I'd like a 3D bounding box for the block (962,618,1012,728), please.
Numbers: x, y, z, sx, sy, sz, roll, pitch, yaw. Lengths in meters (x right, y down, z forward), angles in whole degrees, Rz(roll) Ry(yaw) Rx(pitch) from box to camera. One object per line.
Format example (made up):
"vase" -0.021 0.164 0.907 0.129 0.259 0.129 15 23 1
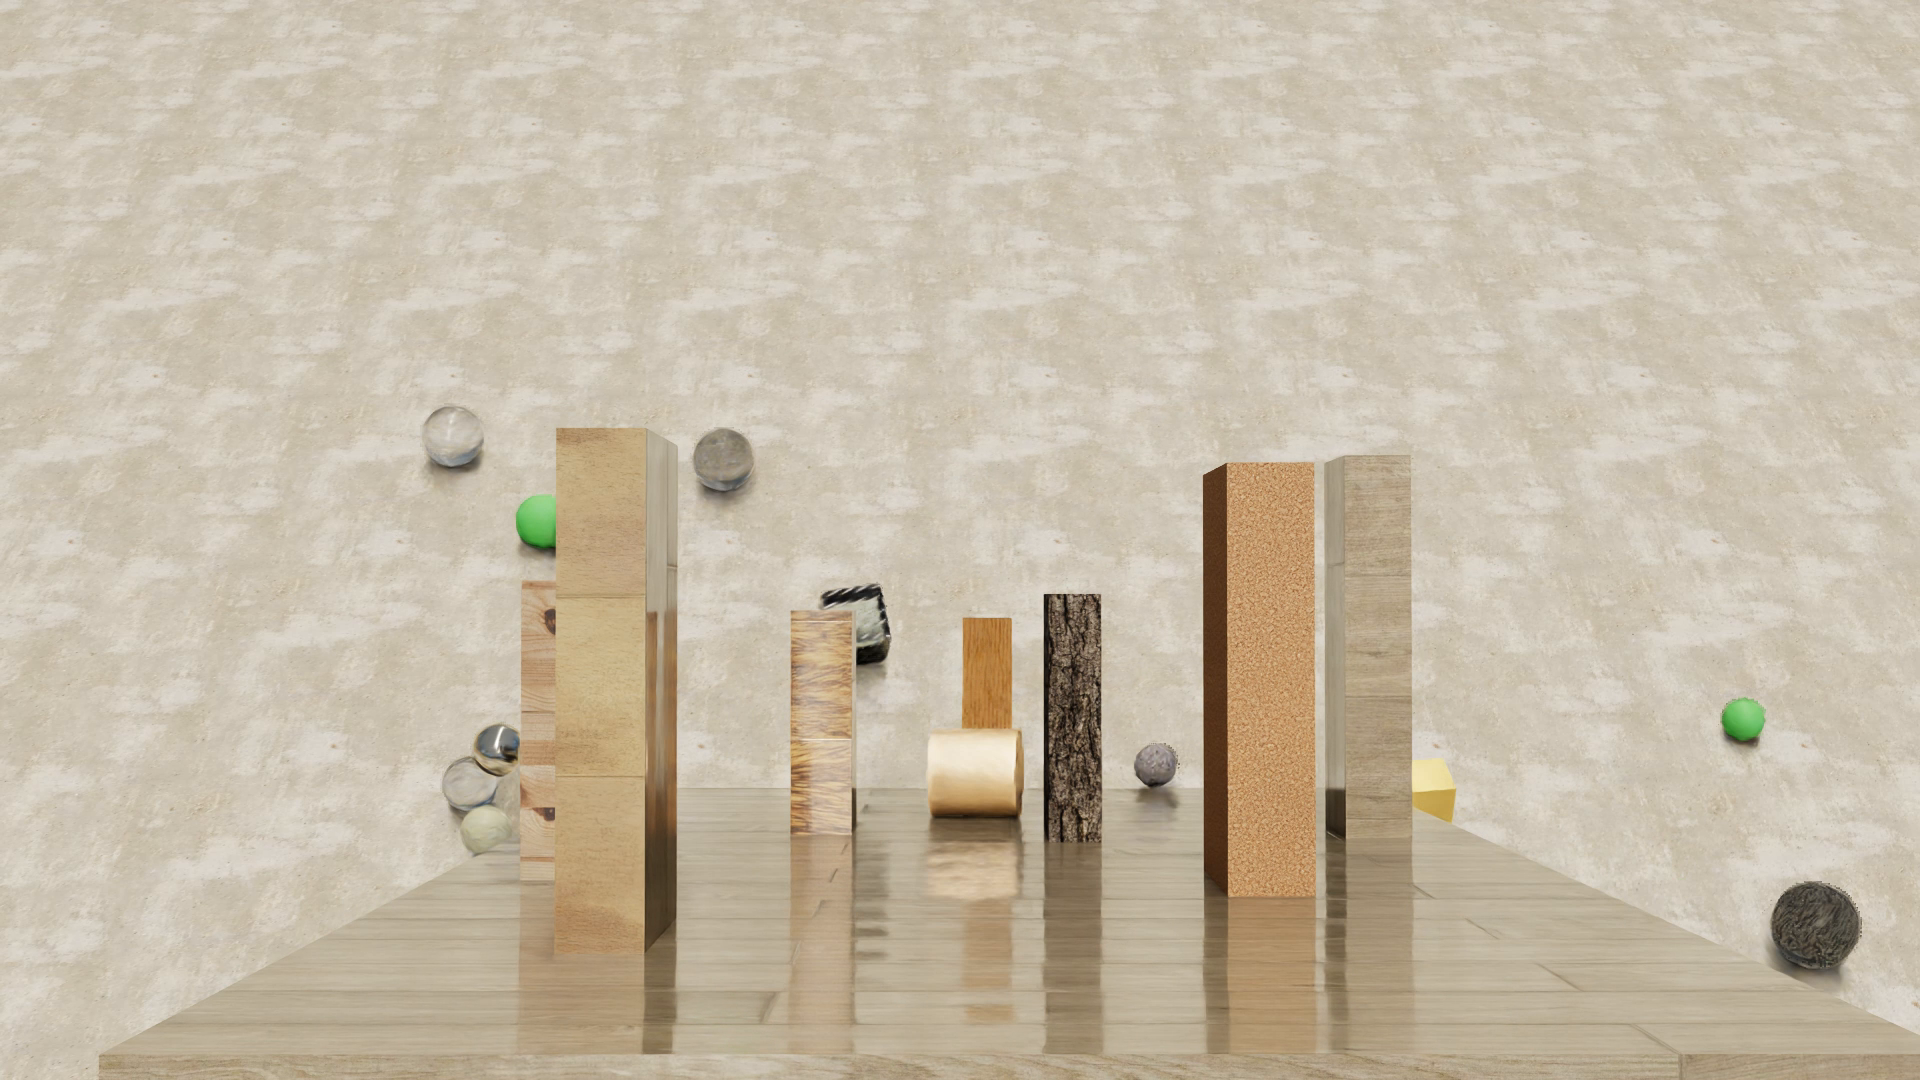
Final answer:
"block" 0.063 0.408 6.135 0.113 0.448 0.250 0 -1 0

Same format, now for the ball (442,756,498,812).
"ball" -1.287 0.640 6.814 0.144 0.144 0.144 0 34 0

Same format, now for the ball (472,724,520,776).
"ball" -1.200 0.546 6.757 0.138 0.138 0.138 0 34 0

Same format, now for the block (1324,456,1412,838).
"block" 0.861 0.223 5.492 0.137 0.788 0.299 0 -1 0

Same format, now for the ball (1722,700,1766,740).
"ball" 2.134 0.490 7.067 0.112 0.112 0.112 0 34 0

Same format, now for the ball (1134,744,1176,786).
"ball" 0.514 0.592 6.822 0.112 0.112 0.112 0 34 0

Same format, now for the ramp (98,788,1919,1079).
"ramp" 0.075 0.650 4.785 2.000 0.100 4.000 0 -1 0

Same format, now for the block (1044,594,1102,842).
"block" 0.233 0.364 5.411 0.107 0.502 0.322 0 -1 0

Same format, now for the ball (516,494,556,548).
"ball" -1.260 -0.056 7.837 0.164 0.164 0.164 0 34 0

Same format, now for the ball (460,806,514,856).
"ball" -1.215 0.748 6.663 0.133 0.133 0.133 0 34 0

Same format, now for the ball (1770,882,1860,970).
"ball" 2.079 0.939 6.312 0.207 0.207 0.207 0 34 0

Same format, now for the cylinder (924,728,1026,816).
"cylinder" 0.036 0.527 5.885 0.198 0.198 0.198 -1 33 11

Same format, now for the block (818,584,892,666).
"block" -0.299 0.244 7.326 0.168 0.168 0.168 -8 66 -12

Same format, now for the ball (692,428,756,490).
"ball" -0.737 -0.251 8.099 0.195 0.195 0.195 0 34 0

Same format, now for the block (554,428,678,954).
"block" -0.498 0.213 3.798 0.124 0.727 0.410 0 -1 0

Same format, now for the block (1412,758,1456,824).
"block" 1.213 0.665 6.791 0.128 0.128 0.128 -4 34 -6

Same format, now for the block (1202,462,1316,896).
"block" 0.514 0.235 4.501 0.145 0.716 0.428 0 -1 0

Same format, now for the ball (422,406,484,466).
"ball" -1.606 -0.330 8.218 0.194 0.194 0.194 0 34 0

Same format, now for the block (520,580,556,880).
"block" -0.694 0.337 4.728 0.147 0.523 0.378 0 -1 0

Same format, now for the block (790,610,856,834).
"block" -0.290 0.384 5.559 0.128 0.468 0.267 0 -1 0
